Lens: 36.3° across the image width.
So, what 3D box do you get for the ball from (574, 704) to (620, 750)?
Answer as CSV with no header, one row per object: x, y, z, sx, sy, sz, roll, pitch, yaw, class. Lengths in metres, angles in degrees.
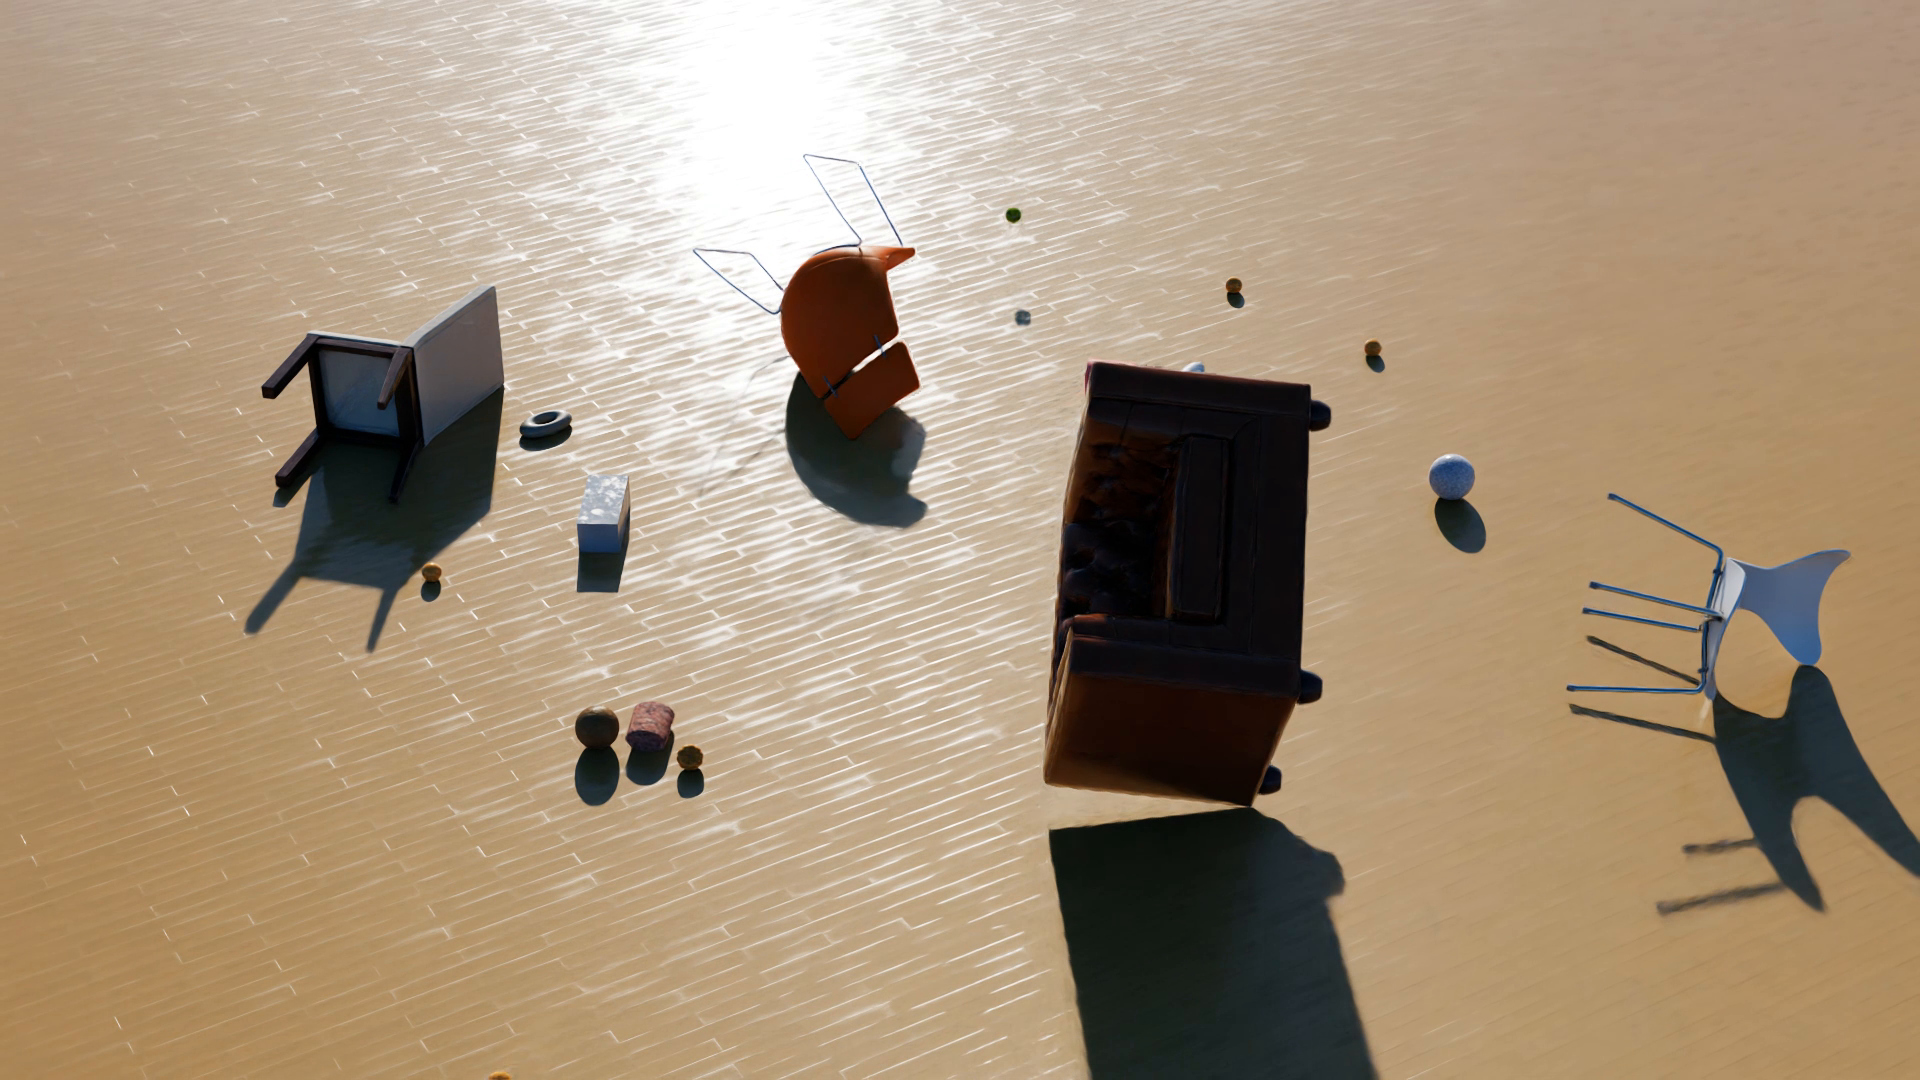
-1.219,0.629,9.853,0.150,0.150,0.150,0,33,0,ball

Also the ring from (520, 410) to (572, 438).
-1.638,-0.460,11.596,0.226,0.052,0.131,-21,40,-28,ring

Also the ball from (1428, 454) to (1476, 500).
1.870,-0.240,11.147,0.177,0.177,0.177,0,33,0,ball

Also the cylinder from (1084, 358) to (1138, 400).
0.608,-0.647,11.788,0.190,0.152,0.158,7,9,11,cylinder

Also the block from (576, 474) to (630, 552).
-1.333,-0.100,10.982,0.152,0.126,0.340,1,33,1,block

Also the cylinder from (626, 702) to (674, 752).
-1.047,0.630,9.907,0.138,0.088,0.163,10,34,0,cylinder
